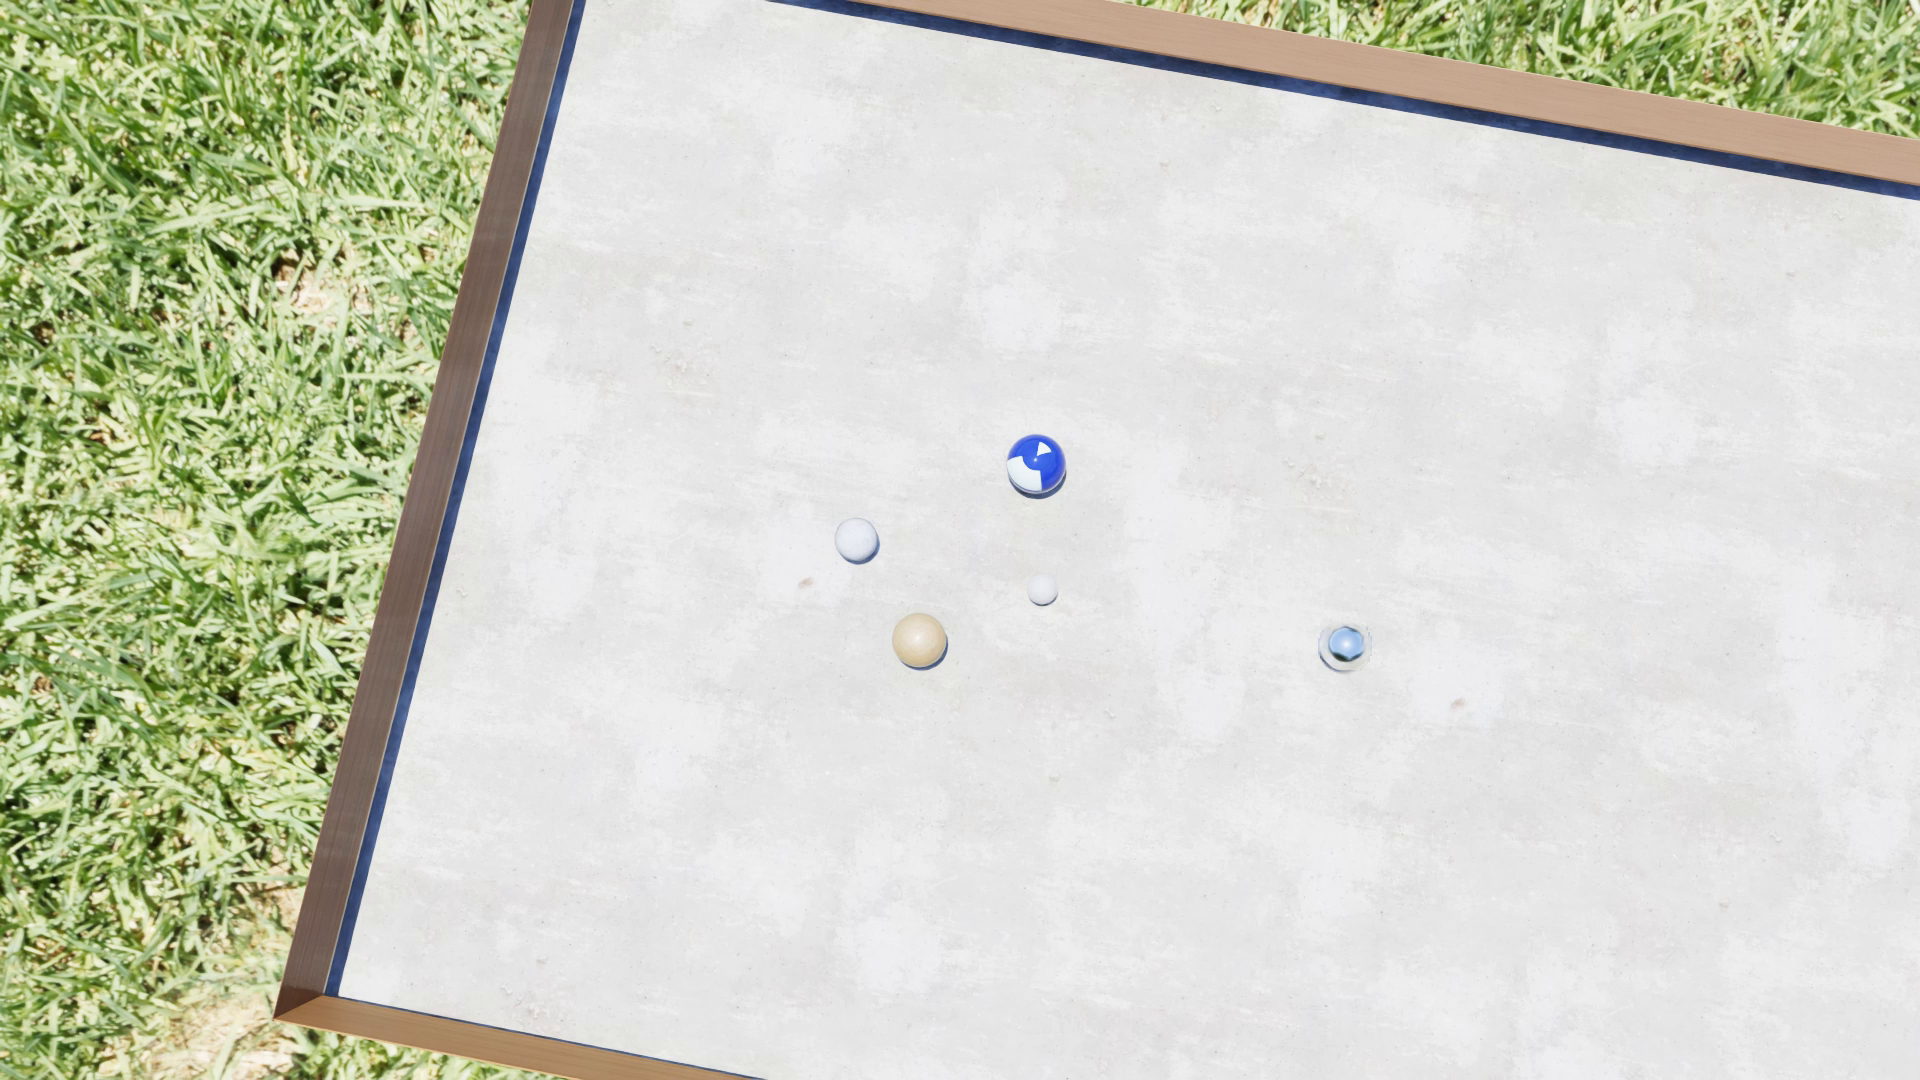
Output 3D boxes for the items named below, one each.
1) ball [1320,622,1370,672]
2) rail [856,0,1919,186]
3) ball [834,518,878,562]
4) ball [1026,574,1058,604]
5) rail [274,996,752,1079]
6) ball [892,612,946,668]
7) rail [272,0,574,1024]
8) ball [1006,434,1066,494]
[{"bbox_3d":[0.576,0.159,3.286,0.074,0.074,0.074,0,76,0],"label":"ball"},{"bbox_3d":[0.960,-0.675,3.464,3.261,0.119,0.045,10,77,2],"label":"rail"},{"bbox_3d":[-0.157,-0.001,3.329,0.066,0.066,0.066,0,76,0],"label":"ball"},{"bbox_3d":[0.124,0.074,3.321,0.047,0.047,0.047,0,76,0],"label":"ball"},{"bbox_3d":[0.642,0.958,3.069,3.261,0.119,0.045,10,77,2],"label":"rail"},{"bbox_3d":[-0.061,0.149,3.285,0.082,0.082,0.082,0,76,0],"label":"ball"},{"bbox_3d":[-0.778,-0.149,3.336,0.045,0.119,1.758,10,77,2],"label":"rail"},{"bbox_3d":[0.116,-0.116,3.344,0.092,0.092,0.092,0,76,0],"label":"ball"}]
